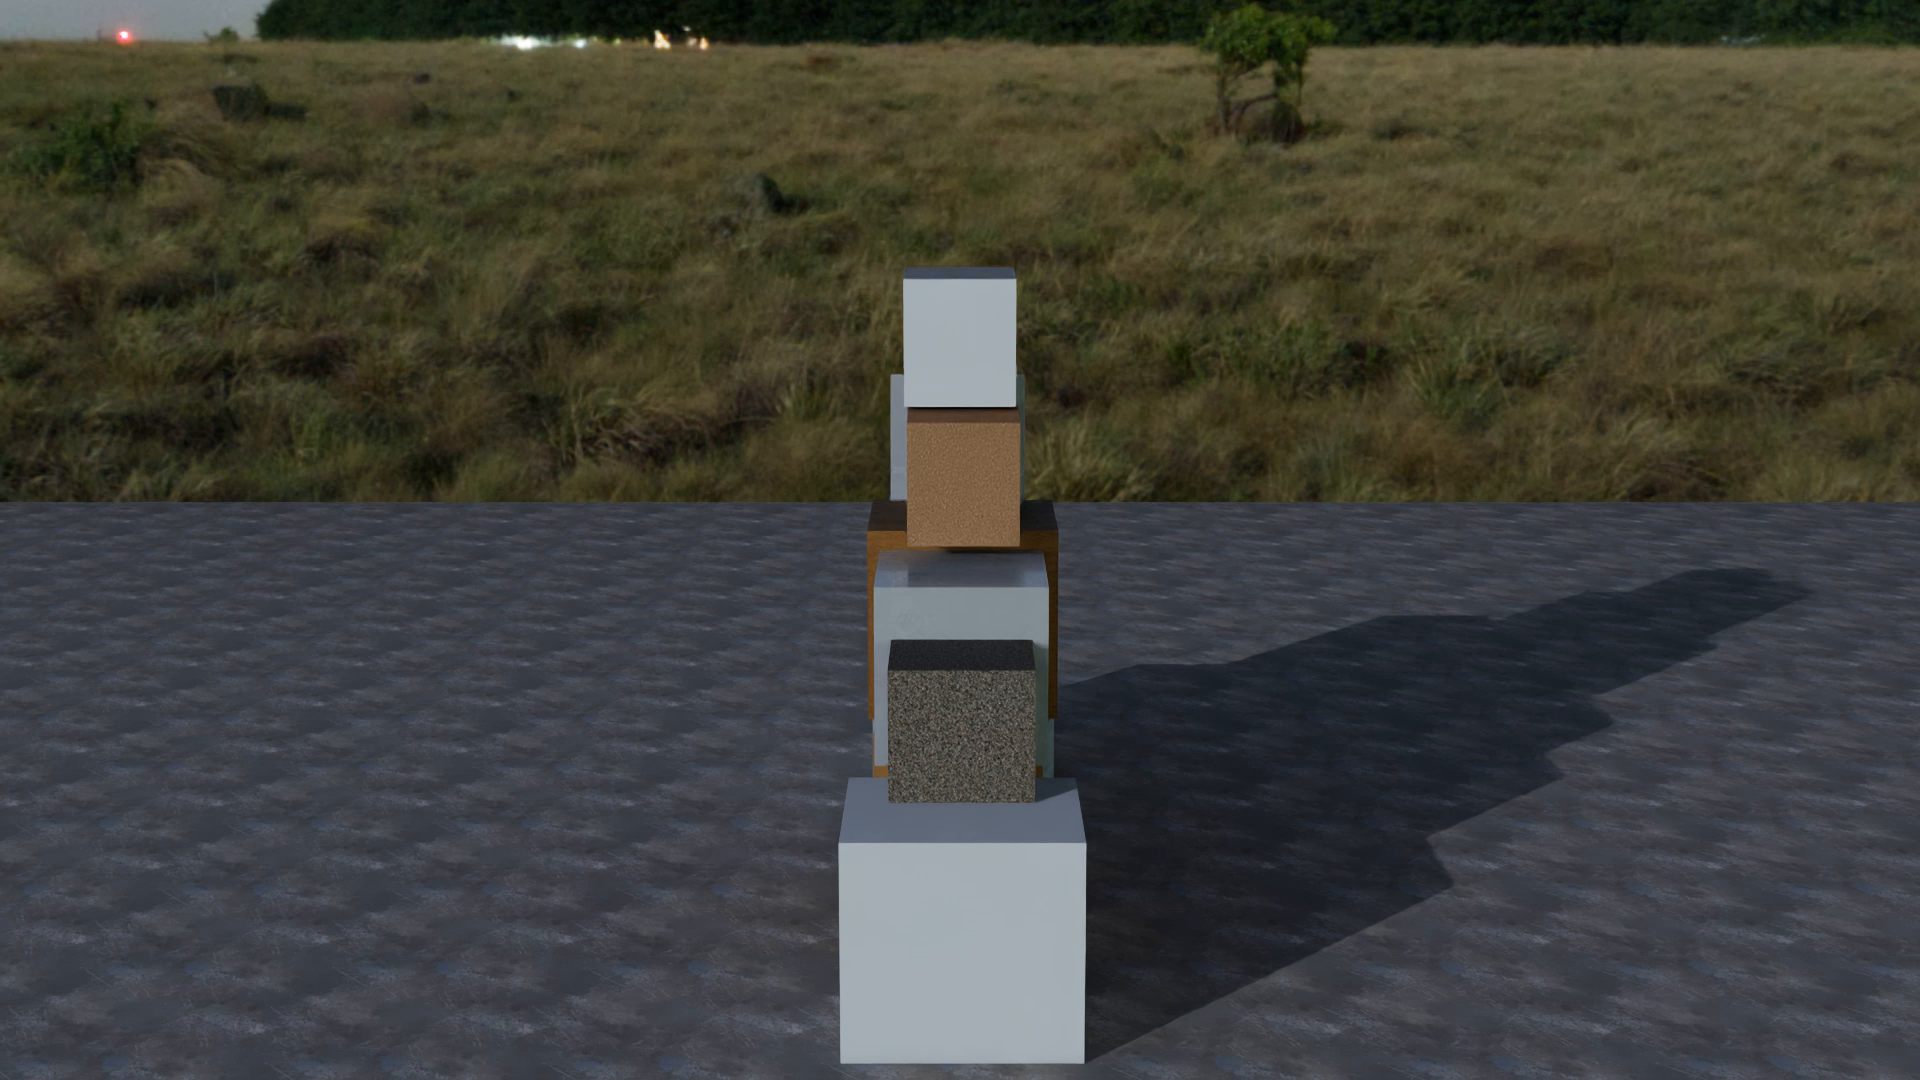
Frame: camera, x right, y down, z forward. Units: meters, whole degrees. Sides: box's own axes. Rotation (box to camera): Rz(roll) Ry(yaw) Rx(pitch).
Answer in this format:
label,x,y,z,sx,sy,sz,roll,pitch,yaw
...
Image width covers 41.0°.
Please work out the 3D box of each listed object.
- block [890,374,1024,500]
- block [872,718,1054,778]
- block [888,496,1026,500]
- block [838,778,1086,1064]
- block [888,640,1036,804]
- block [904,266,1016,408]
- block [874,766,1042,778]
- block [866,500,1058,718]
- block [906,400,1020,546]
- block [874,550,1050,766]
label,x,y,z,sx,sy,sz,roll,pitch,yaw
block,-0.010,-0.457,11.672,0.595,0.559,0.542,0,0,0
block,0.017,0.789,13.199,0.904,0.725,0.842,0,10,0
block,-0.014,0.098,12.671,0.654,0.710,0.634,0,9,0
block,0.009,1.400,9.568,0.876,0.823,0.859,0,10,0
block,0.006,0.685,9.784,0.548,0.507,0.526,0,10,0
block,0.000,-0.855,10.737,0.460,0.527,0.485,0,12,0
block,-0.008,1.140,10.981,0.697,0.828,0.771,0,10,0
block,0.011,0.286,11.120,0.795,0.802,0.792,0,10,0
block,0.014,-0.280,10.581,0.455,0.507,0.520,0,13,0
block,0.005,0.466,10.373,0.681,0.721,0.703,0,12,0
